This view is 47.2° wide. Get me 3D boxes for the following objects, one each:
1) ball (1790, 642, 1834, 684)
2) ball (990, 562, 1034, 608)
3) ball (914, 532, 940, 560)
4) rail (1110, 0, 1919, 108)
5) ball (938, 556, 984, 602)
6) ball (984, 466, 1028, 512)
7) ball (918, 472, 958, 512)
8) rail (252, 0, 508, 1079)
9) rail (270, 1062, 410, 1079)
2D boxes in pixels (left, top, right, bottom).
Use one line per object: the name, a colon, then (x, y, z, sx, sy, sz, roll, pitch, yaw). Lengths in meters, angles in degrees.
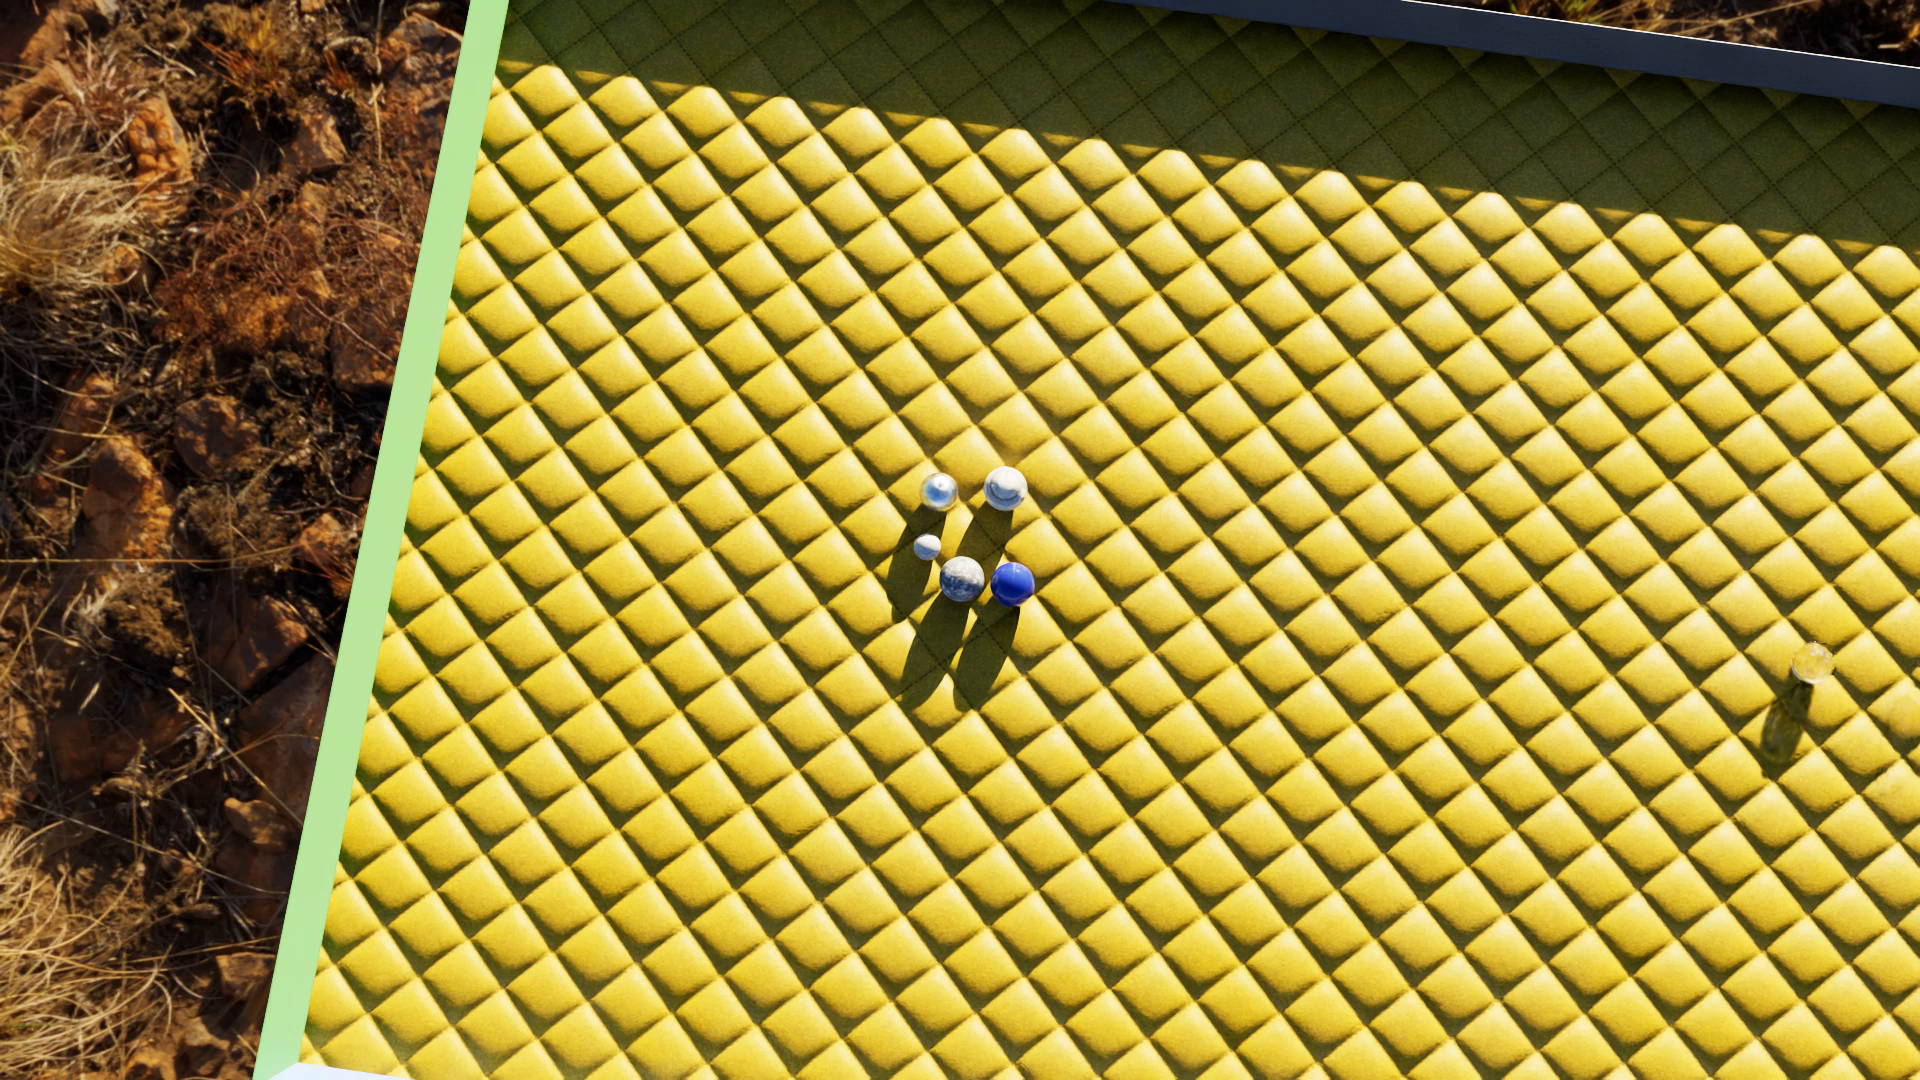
ball: (1.268, 0.183, 3.270, 0.061, 0.061, 0.061, 0, 78, 0)
ball: (0.078, 0.067, 3.290, 0.067, 0.067, 0.067, 0, 78, 0)
ball: (-0.050, 0.010, 3.316, 0.042, 0.042, 0.042, 0, 78, 0)
rail: (0.994, -0.767, 3.452, 3.495, 0.089, 0.045, 8, 78, 2)
ball: (0.002, 0.059, 3.291, 0.069, 0.069, 0.069, 0, 78, 0)
ball: (0.068, -0.077, 3.320, 0.067, 0.067, 0.067, 0, 78, 0)
ball: (-0.032, -0.072, 3.323, 0.060, 0.060, 0.060, 0, 78, 0)
rail: (-0.841, -0.121, 3.318, 0.045, 0.089, 1.873, 8, 78, 2)
rail: (0.736, 1.003, 3.084, 3.495, 0.089, 0.045, 8, 78, 2)
